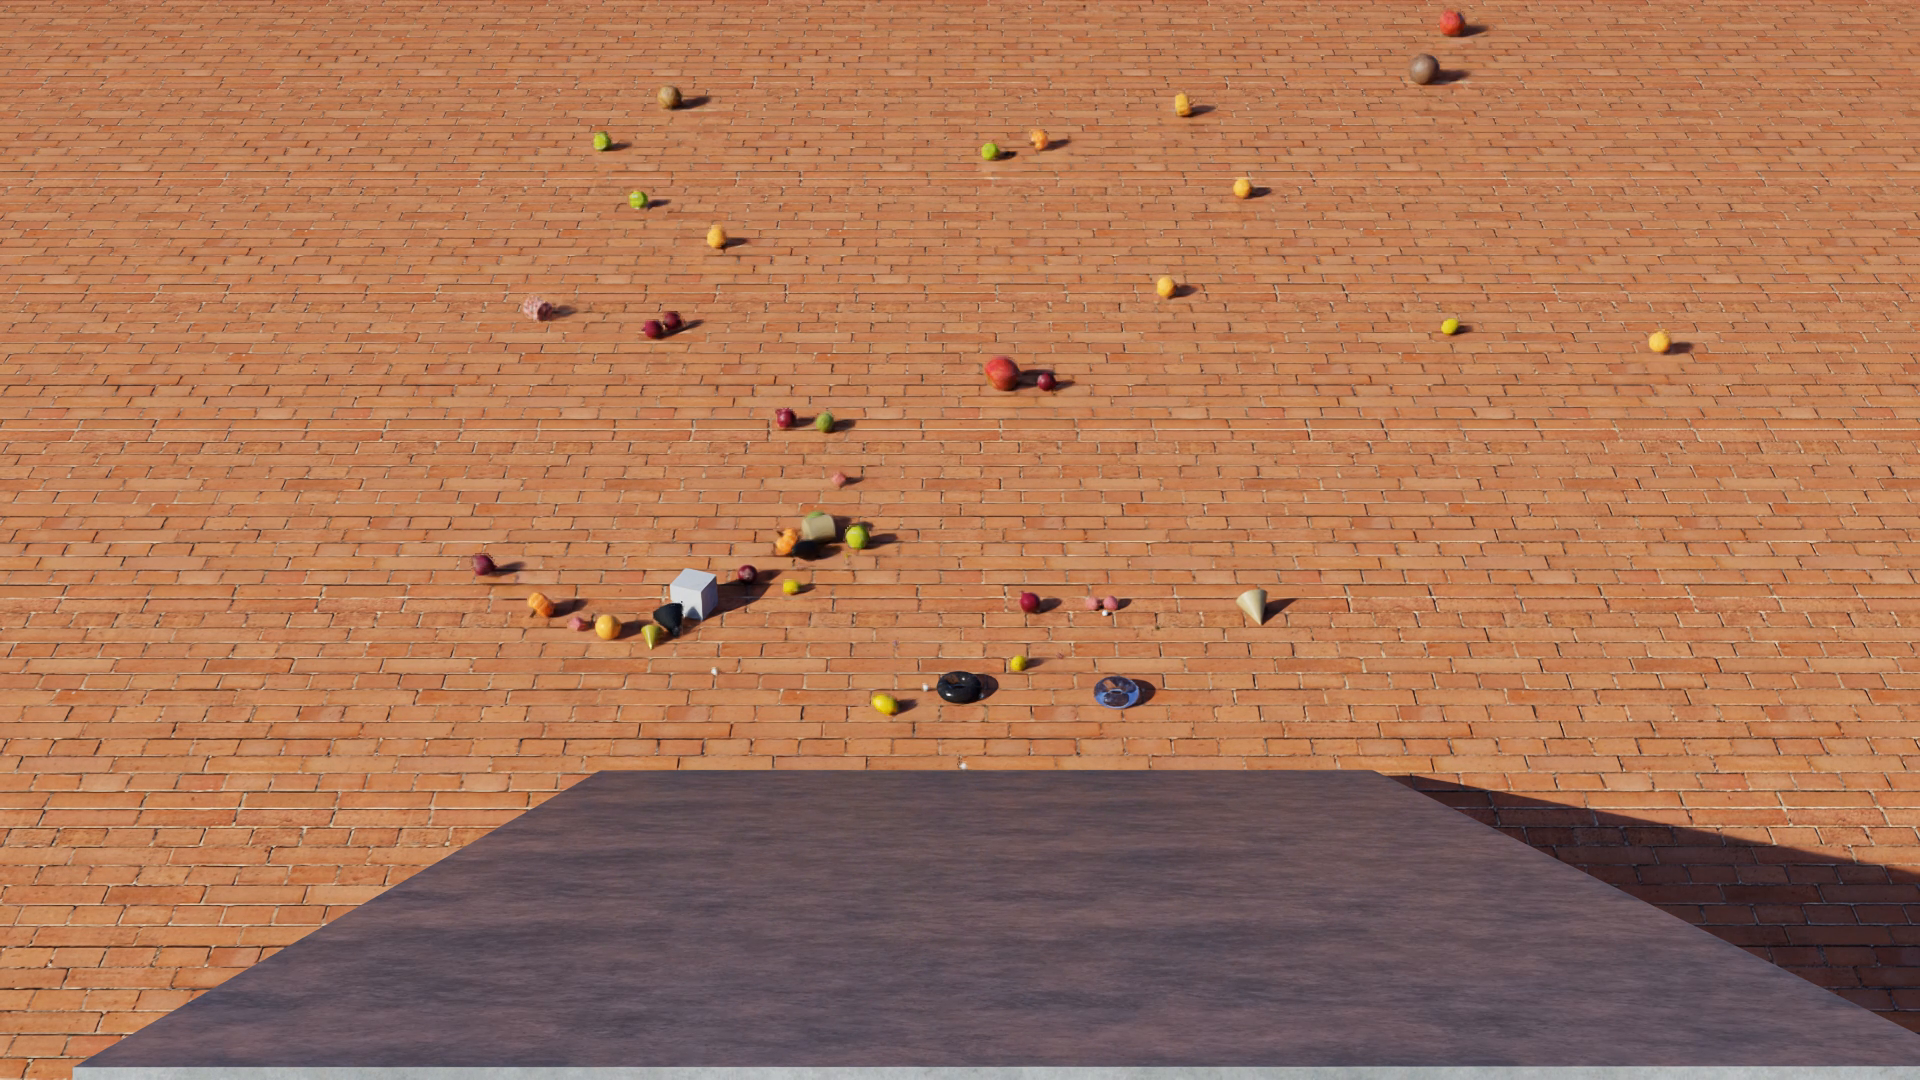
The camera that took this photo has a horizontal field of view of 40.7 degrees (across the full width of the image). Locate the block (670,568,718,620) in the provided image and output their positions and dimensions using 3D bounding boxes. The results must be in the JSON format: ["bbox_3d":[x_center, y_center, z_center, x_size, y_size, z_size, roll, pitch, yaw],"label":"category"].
[{"bbox_3d":[-0.768,0.157,7.486,0.099,0.099,0.099,12,34,18],"label":"block"}]

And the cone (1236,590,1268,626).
[{"bbox_3d":[0.853,0.207,7.458,0.096,0.096,0.096,-7,59,-12],"label":"cone"}]

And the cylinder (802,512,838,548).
[{"bbox_3d":[-0.424,-0.029,7.805,0.080,0.080,0.080,-28,40,-17],"label":"cylinder"}]

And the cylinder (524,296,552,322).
[{"bbox_3d":[-1.478,-0.810,9.071,0.072,0.072,0.072,24,39,33],"label":"cylinder"}]

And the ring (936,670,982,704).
[{"bbox_3d":[-0.002,0.405,7.140,0.125,0.042,0.125,-1,33,0],"label":"ring"}]

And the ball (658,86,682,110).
[{"bbox_3d":[-1.199,-1.824,10.688,0.098,0.098,0.098,0,32,0],"label":"ball"}]

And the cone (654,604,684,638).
[{"bbox_3d":[-0.820,0.244,7.399,0.093,0.093,0.093,-12,60,-19],"label":"cone"}]

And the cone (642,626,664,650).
[{"bbox_3d":[-0.873,0.285,7.346,0.064,0.064,0.064,1,58,1],"label":"cone"}]

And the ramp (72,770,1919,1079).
[{"bbox_3d":[0.071,0.623,4.710,2.000,0.100,4.000,0,-1,0],"label":"ramp"}]

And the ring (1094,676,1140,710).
[{"bbox_3d":[0.429,0.419,7.118,0.126,0.042,0.126,-1,32,1],"label":"ring"}]
